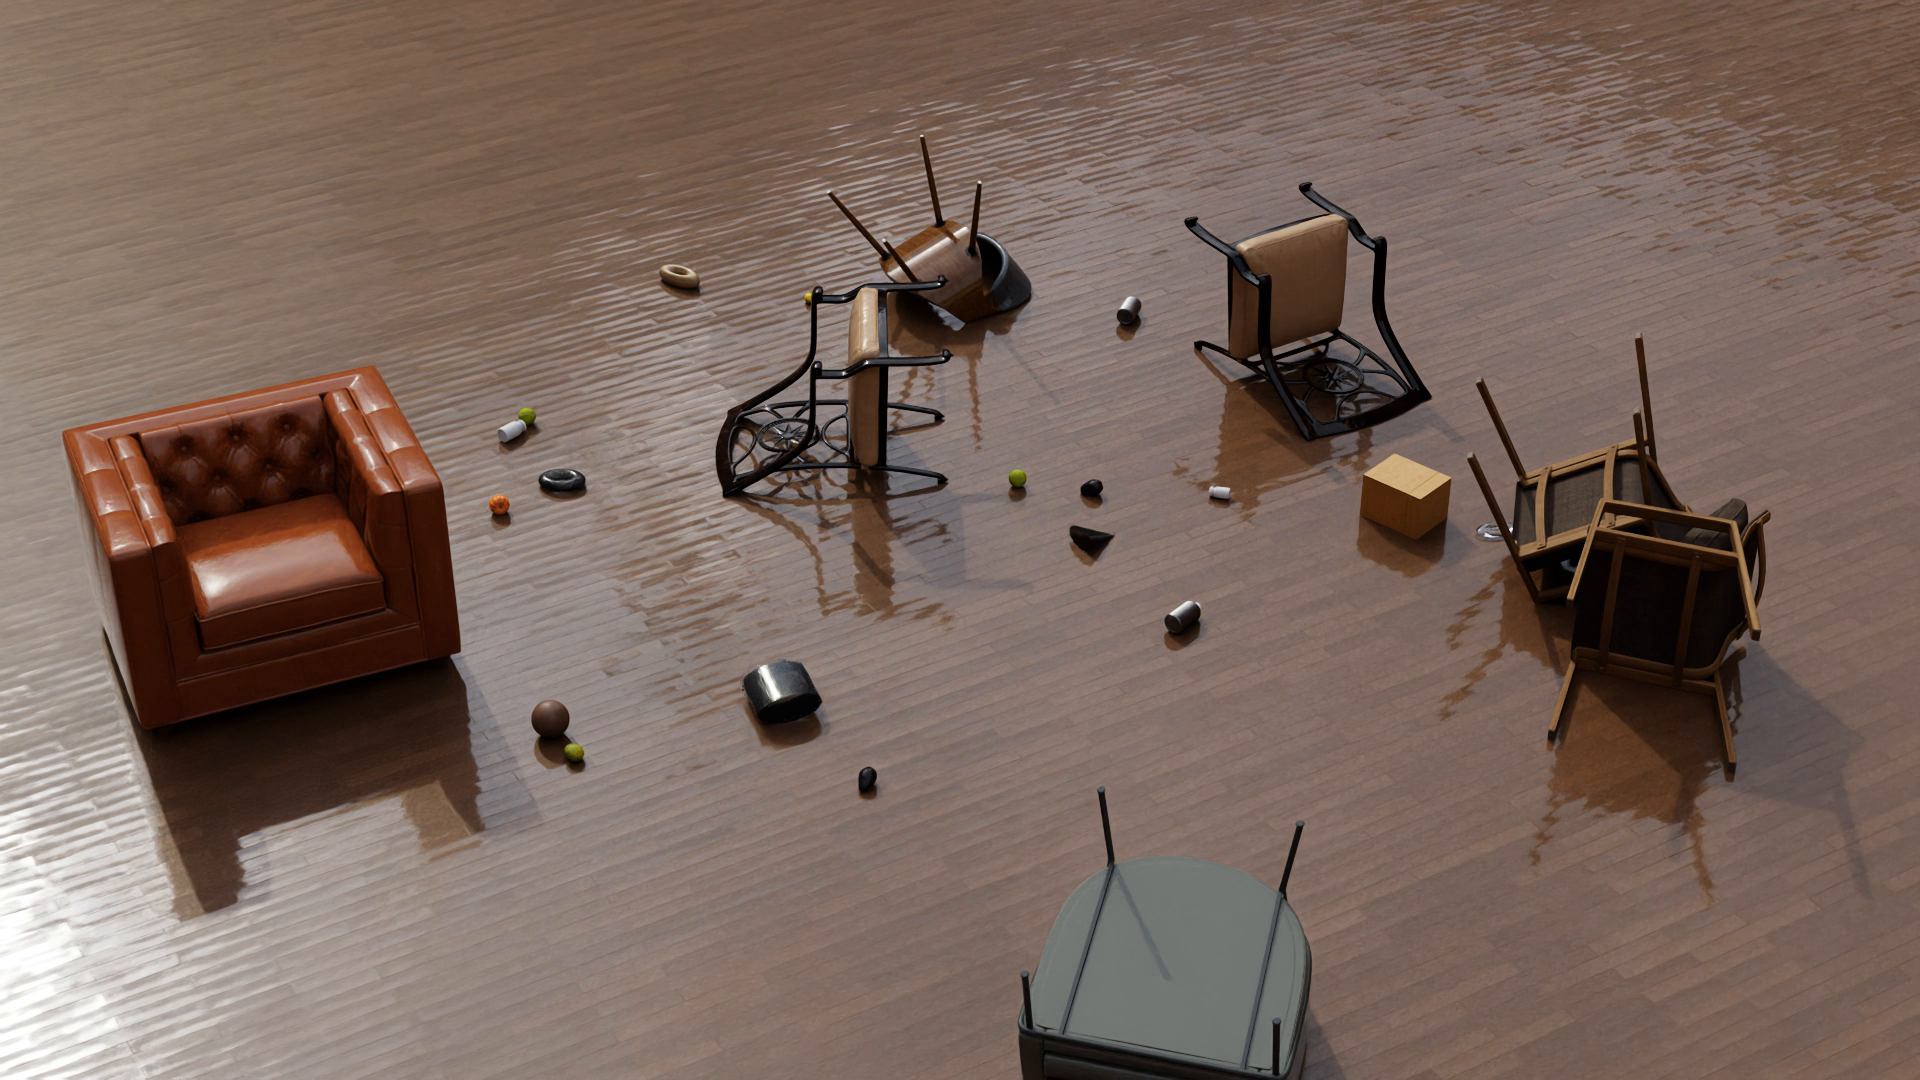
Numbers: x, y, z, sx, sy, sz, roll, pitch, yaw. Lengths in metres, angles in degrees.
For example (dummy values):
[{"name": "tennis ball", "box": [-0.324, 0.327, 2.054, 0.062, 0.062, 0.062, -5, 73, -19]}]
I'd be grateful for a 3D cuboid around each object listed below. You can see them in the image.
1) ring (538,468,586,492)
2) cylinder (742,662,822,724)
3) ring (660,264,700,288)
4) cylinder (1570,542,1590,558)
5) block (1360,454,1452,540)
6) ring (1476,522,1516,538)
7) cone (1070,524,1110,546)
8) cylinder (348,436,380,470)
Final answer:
[{"name": "ring", "box": [-1.528, -0.229, 11.253, 0.184, 0.044, 0.132, 3, 33, 7]}, {"name": "cylinder", "box": [-0.611, 0.522, 10.052, 0.228, 0.110, 0.197, -14, 36, -14]}, {"name": "ring", "box": [-1.207, -1.133, 12.610, 0.213, 0.061, 0.101, 20, 40, 29]}, {"name": "cylinder", "box": [2.292, 0.039, 10.840, 0.053, 0.050, 0.062, 9, 49, 32]}, {"name": "block", "box": [1.676, -0.165, 11.031, 0.258, 0.179, 0.202, 27, 42, 34]}, {"name": "ring", "box": [2.007, -0.041, 10.985, 0.156, 0.024, 0.088, -9, 34, -13]}, {"name": "cone", "box": [0.515, -0.012, 10.930, 0.158, 0.075, 0.154, 5, 15, -40]}, {"name": "cylinder", "box": [-2.311, -0.335, 11.365, 0.107, 0.093, 0.098, 15, 23, -33]}]
